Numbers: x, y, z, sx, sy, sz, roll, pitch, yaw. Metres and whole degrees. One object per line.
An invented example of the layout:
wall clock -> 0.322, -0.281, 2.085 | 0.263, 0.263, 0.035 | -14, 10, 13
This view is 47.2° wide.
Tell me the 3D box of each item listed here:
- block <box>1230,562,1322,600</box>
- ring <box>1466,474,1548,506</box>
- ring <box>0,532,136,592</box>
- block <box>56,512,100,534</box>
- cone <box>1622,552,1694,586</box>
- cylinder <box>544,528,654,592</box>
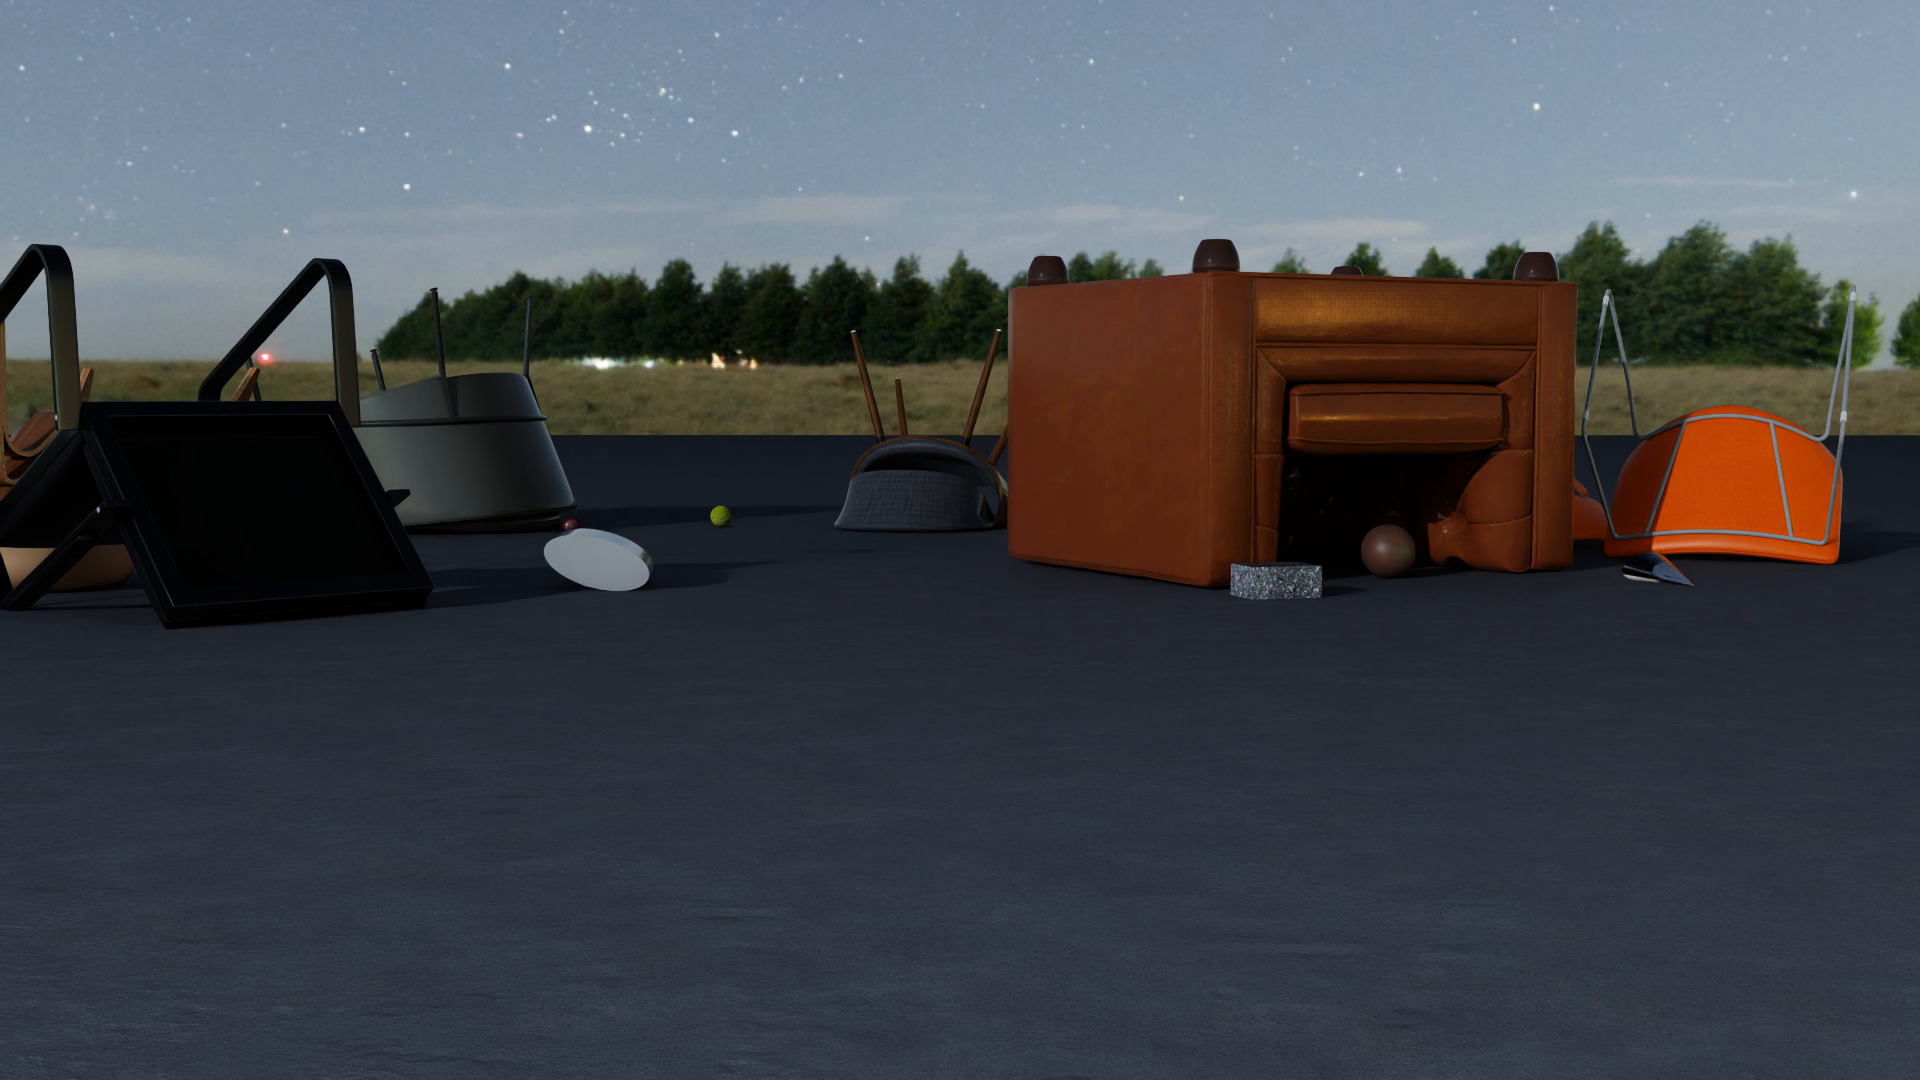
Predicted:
block -> 0.686, 0.087, 4.772 | 0.160, 0.069, 0.119 | -1, 4, -17
ring -> 2.121, -0.194, 8.538 | 0.279, 0.116, 0.448 | 1, 3, -12
ring -> -2.085, 0.048, 4.994 | 0.403, 0.119, 0.465 | 0, 3, -14
block -> -2.710, -0.048, 6.759 | 0.075, 0.066, 0.095 | 1, 4, 19
cone -> 1.637, 0.084, 5.070 | 0.156, 0.071, 0.147 | -1, 17, -32
cylinder -> -0.817, 0.043, 4.991 | 0.239, 0.112, 0.220 | 16, 2, -6
